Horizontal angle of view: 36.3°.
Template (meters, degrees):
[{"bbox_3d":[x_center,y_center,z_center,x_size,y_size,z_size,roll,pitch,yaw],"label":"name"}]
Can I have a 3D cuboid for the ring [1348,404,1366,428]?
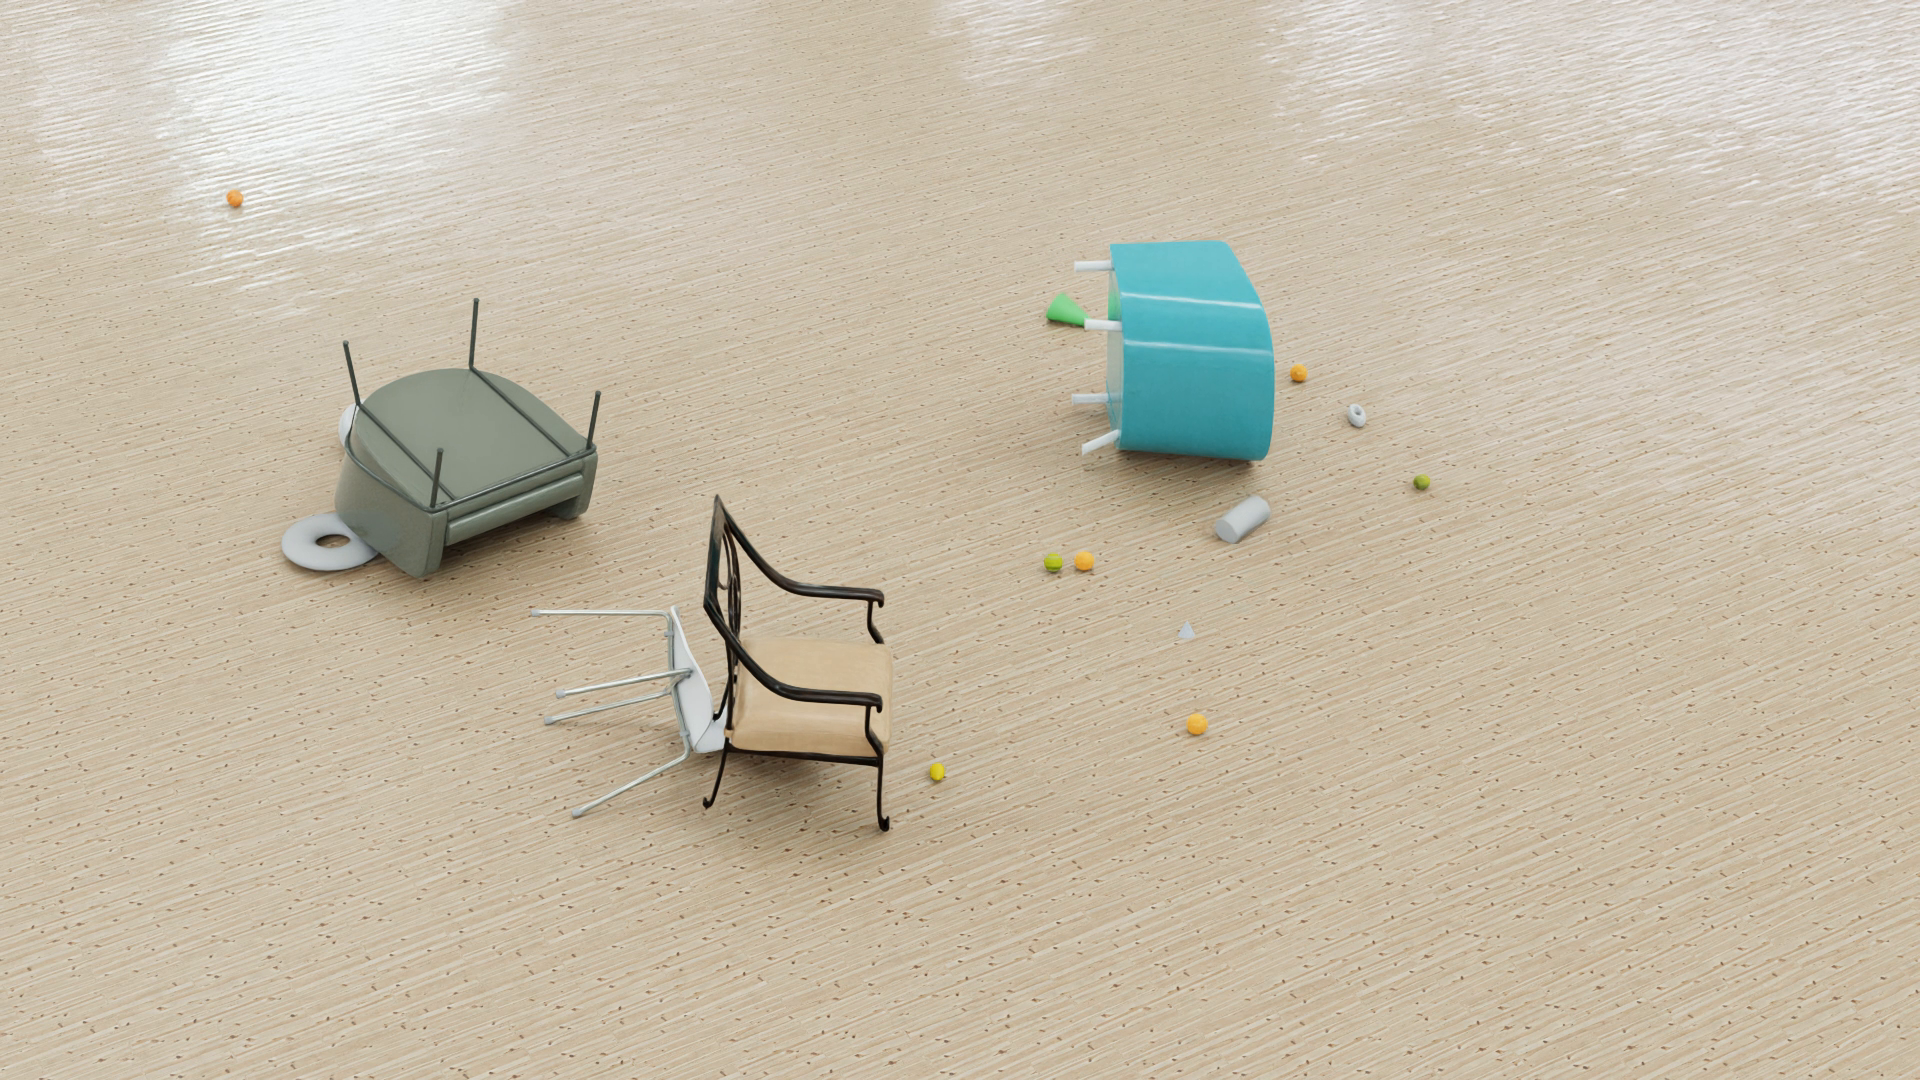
[{"bbox_3d":[1.576,-0.495,11.653,0.068,0.048,0.133,-2,35,-7],"label":"ring"}]

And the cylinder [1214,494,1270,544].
[{"bbox_3d":[1.059,-0.079,10.984,0.109,0.085,0.219,42,48,16],"label":"cylinder"}]

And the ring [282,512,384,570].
[{"bbox_3d":[-2.326,0.004,10.876,0.378,0.059,0.373,-5,33,-13],"label":"ring"}]

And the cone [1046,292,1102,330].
[{"bbox_3d":[0.502,-0.932,12.312,0.241,0.106,0.151,28,47,17],"label":"cone"}]

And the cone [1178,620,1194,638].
[{"bbox_3d":[0.806,0.310,10.416,0.062,0.063,0.047,-6,34,-10],"label":"cone"}]

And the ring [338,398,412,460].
[{"bbox_3d":[-2.290,-0.436,11.477,0.282,0.146,0.316,-8,36,-10],"label":"ring"}]
